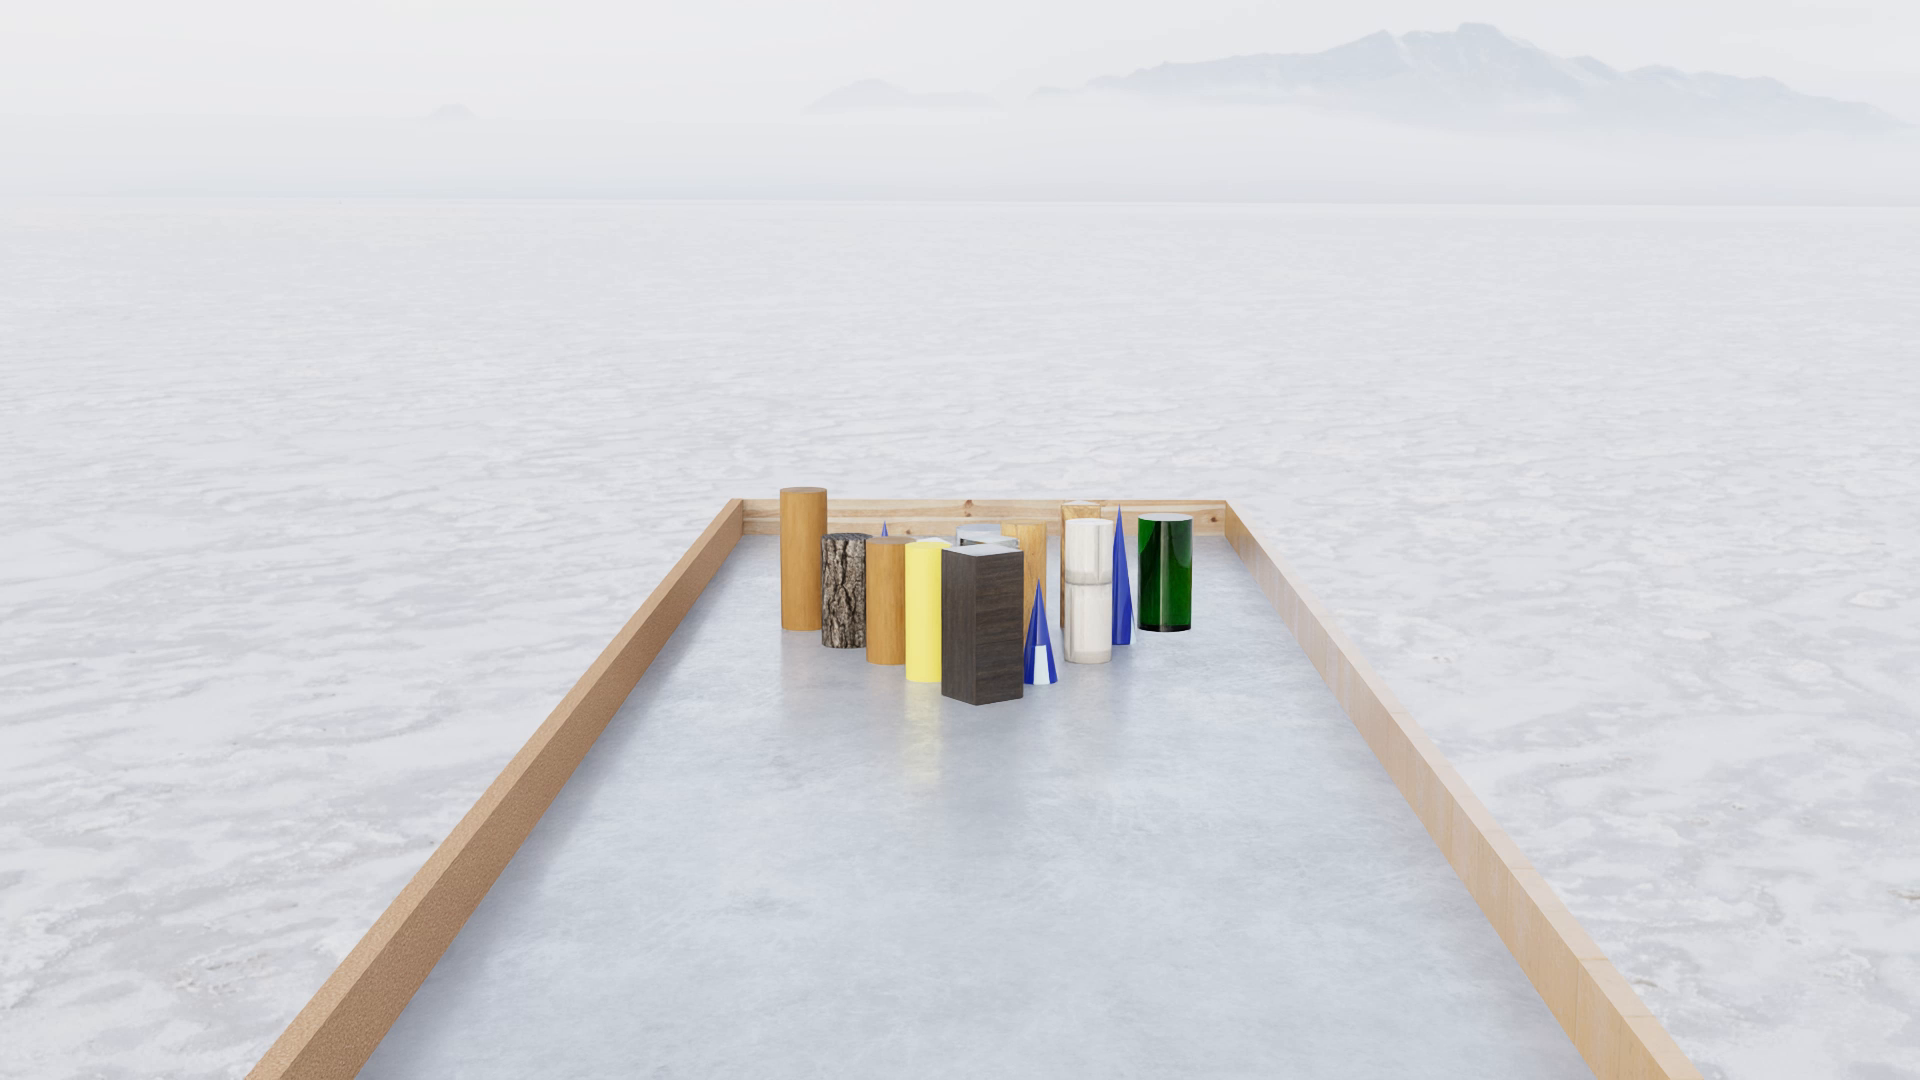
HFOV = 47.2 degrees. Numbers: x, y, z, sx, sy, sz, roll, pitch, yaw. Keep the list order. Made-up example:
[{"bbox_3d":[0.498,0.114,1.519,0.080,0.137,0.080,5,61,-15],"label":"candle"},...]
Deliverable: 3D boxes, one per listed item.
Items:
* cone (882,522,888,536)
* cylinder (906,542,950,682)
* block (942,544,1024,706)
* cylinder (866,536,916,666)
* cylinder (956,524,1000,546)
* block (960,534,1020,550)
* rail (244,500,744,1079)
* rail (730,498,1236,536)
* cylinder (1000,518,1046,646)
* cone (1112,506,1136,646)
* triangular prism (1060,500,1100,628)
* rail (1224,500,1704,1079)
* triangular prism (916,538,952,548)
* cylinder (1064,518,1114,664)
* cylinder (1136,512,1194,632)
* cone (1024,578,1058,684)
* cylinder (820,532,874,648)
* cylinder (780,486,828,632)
[{"bbox_3d":[-0.245,0.109,7.189,0.154,0.354,0.154,0,9,0],"label":"cone"},{"bbox_3d":[-0.093,0.209,6.432,0.132,0.394,0.132,0,9,0],"label":"cylinder"},{"bbox_3d":[0.063,0.235,6.184,0.165,0.420,0.165,-6,11,-35],"label":"block"},{"bbox_3d":[-0.208,0.183,6.675,0.154,0.369,0.154,0,9,0],"label":"cylinder"},{"bbox_3d":[0.075,0.123,7.177,0.176,0.331,0.176,0,9,0],"label":"cylinder"},{"bbox_3d":[0.090,0.178,6.707,0.127,0.370,0.127,-8,12,-42],"label":"block"},{"bbox_3d":[-1.004,0.839,3.234,0.050,0.150,12.000,0,9,1],"label":"rail"},{"bbox_3d":[0.099,-0.098,9.147,2.100,0.150,0.050,0,9,1],"label":"rail"},{"bbox_3d":[0.200,0.135,6.915,0.144,0.389,0.144,0,9,0],"label":"cylinder"},{"bbox_3d":[0.501,0.101,6.944,0.118,0.447,0.118,0,9,0],"label":"cone"},{"bbox_3d":[0.392,0.078,7.219,0.128,0.407,0.111,0,9,1],"label":"triangular prism"},{"bbox_3d":[1.046,0.843,3.208,0.050,0.150,12.000,0,9,1],"label":"rail"},{"bbox_3d":[-0.089,0.159,6.982,0.155,0.320,0.135,2,9,10],"label":"triangular prism"},{"bbox_3d":[0.390,0.155,6.674,0.145,0.425,0.145,0,9,0],"label":"cylinder"},{"bbox_3d":[0.669,0.105,7.181,0.180,0.365,0.180,0,9,0],"label":"cylinder"},{"bbox_3d":[0.228,0.258,6.399,0.116,0.308,0.116,0,9,0],"label":"cone"},{"bbox_3d":[-0.354,0.158,6.919,0.164,0.342,0.164,0,9,0],"label":"cylinder"},{"bbox_3d":[-0.509,0.060,7.184,0.155,0.452,0.155,0,9,0],"label":"cylinder"}]
